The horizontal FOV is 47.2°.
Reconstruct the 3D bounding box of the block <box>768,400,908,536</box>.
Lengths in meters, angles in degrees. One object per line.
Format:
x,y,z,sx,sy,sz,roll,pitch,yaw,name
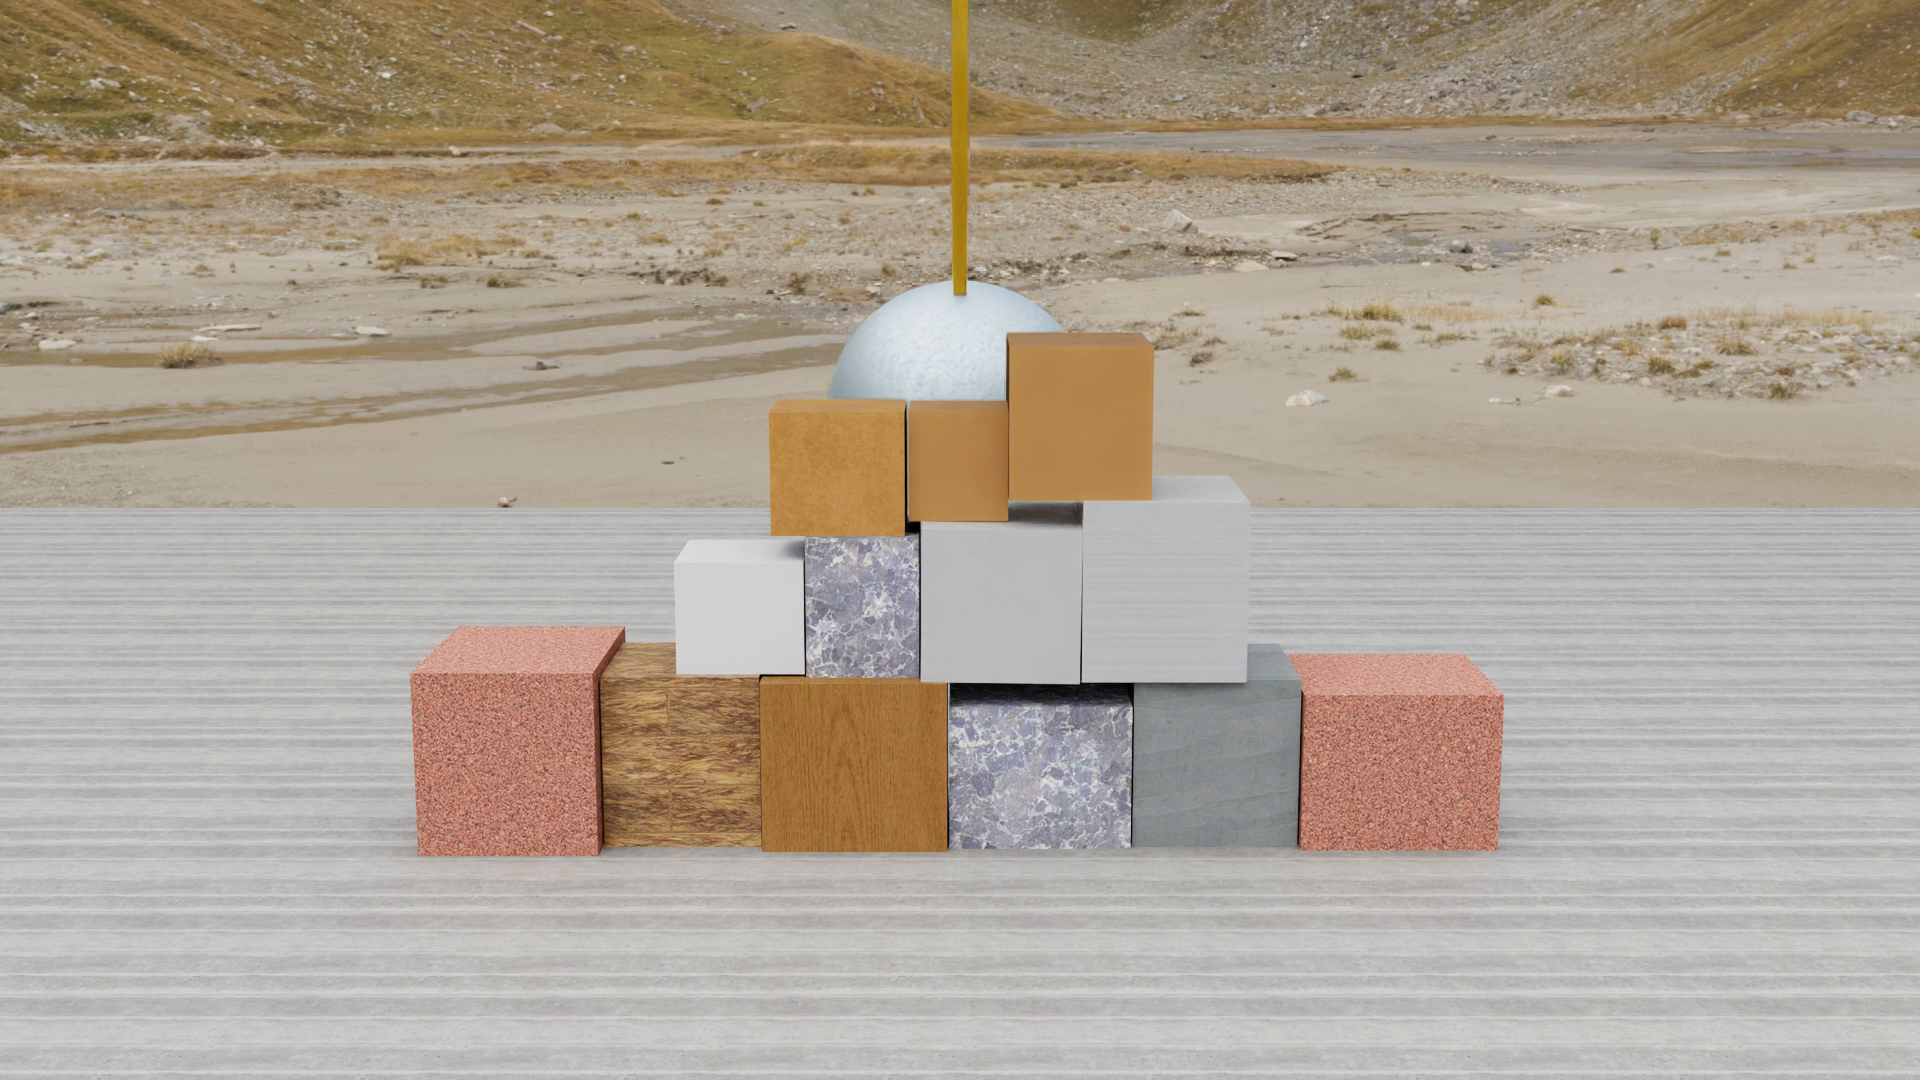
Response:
-0.606,-0.373,11.130,0.665,0.617,0.560,0,10,0,block

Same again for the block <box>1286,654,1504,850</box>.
2.199,1.082,11.375,0.985,0.801,0.884,0,10,0,block

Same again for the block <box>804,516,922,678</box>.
-0.485,0.283,11.216,0.562,0.705,0.638,0,10,0,block

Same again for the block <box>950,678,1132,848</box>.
0.401,1.116,11.388,0.910,0.731,0.838,0,10,0,block

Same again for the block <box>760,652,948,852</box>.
-0.526,1.052,11.370,0.925,0.863,0.930,0,10,0,block

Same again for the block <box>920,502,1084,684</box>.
0.204,0.253,11.221,0.786,0.769,0.852,1,10,0,block

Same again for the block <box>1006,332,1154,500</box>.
0.590,-0.635,11.084,0.700,0.756,0.773,0,10,0,block

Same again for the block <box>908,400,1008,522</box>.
-0.007,-0.404,11.119,0.493,0.550,0.450,0,10,0,block

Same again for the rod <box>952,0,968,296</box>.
0.000,-3.675,11.426,0.080,5.200,0.080,0,31,0,rod

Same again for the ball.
0.000,-0.747,13.153,1.600,1.600,1.600,0,10,0,ball

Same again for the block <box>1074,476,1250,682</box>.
1.009,0.182,11.219,0.814,0.899,0.881,0,10,0,block

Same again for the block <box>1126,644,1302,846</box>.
1.281,1.048,11.383,0.830,0.864,0.798,0,10,0,block

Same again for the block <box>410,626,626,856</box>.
-2.245,1.016,11.367,0.893,0.933,1.066,0,10,0,block

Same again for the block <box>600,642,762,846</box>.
-1.393,1.044,11.374,0.789,0.876,0.775,0,10,0,block

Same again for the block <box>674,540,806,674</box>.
-1.095,0.335,11.242,0.640,0.567,0.632,0,10,0,block
